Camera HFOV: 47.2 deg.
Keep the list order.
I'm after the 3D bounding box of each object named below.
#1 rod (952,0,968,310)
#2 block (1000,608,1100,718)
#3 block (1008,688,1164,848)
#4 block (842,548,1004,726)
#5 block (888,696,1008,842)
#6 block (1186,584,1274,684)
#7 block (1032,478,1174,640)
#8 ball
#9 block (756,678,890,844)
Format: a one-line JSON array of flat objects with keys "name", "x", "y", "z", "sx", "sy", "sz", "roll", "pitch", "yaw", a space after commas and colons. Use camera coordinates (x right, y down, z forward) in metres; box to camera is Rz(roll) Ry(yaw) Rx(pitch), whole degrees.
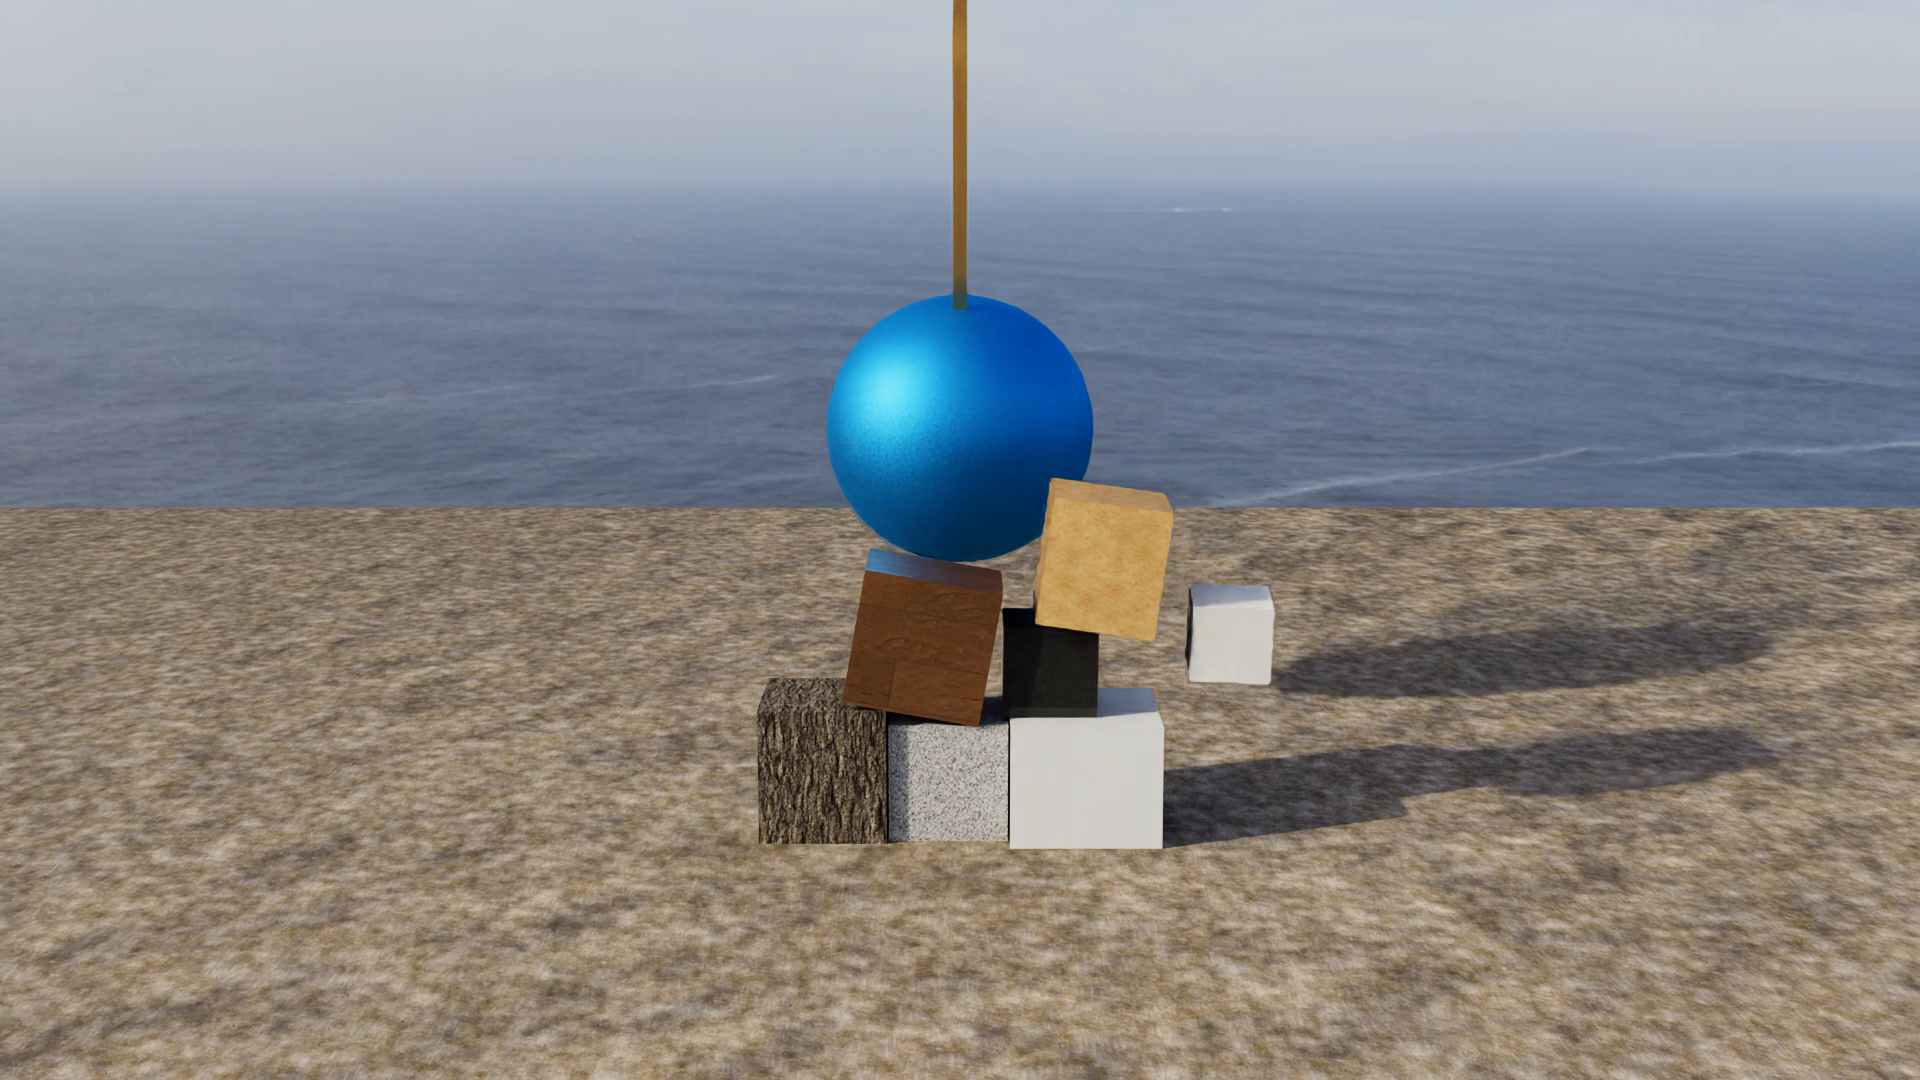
[{"name": "rod", "x": 0.000, "y": -3.593, "z": 11.441, "sx": 0.080, "sy": 5.200, "sz": 0.080, "roll": 0, "pitch": 31, "yaw": 0}, {"name": "block", "x": 0.457, "y": 0.626, "z": 11.303, "sx": 0.479, "sy": 0.459, "sz": 0.471, "roll": 1, "pitch": 10, "yaw": 0}, {"name": "block", "x": 0.633, "y": 1.170, "z": 11.374, "sx": 0.763, "sy": 0.628, "sz": 0.790, "roll": 0, "pitch": 10, "yaw": 0}, {"name": "block", "x": -0.188, "y": 0.489, "z": 11.250, "sx": 0.695, "sy": 0.691, "sz": 0.599, "roll": 10, "pitch": 10, "yaw": -2}, {"name": "block", "x": -0.059, "y": 1.179, "z": 11.394, "sx": 0.603, "sy": 0.605, "sz": 0.581, "roll": 0, "pitch": 10, "yaw": 0}, {"name": "block", "x": 1.372, "y": 0.475, "z": 11.211, "sx": 0.405, "sy": 0.394, "sz": 0.398, "roll": 2, "pitch": 16, "yaw": 2}, {"name": "block", "x": 0.718, "y": 0.088, "z": 11.176, "sx": 0.596, "sy": 0.648, "sz": 0.613, "roll": 8, "pitch": 11, "yaw": -1}, {"name": "ball", "x": 0.000, "y": -0.665, "z": 13.168, "sx": 1.600, "sy": 1.600, "sz": 1.600, "roll": 0, "pitch": 10, "yaw": 0}, {"name": "block", "x": -0.693, "y": 1.135, "z": 11.401, "sx": 0.646, "sy": 0.688, "sz": 0.704, "roll": 0, "pitch": 10, "yaw": 0}]
